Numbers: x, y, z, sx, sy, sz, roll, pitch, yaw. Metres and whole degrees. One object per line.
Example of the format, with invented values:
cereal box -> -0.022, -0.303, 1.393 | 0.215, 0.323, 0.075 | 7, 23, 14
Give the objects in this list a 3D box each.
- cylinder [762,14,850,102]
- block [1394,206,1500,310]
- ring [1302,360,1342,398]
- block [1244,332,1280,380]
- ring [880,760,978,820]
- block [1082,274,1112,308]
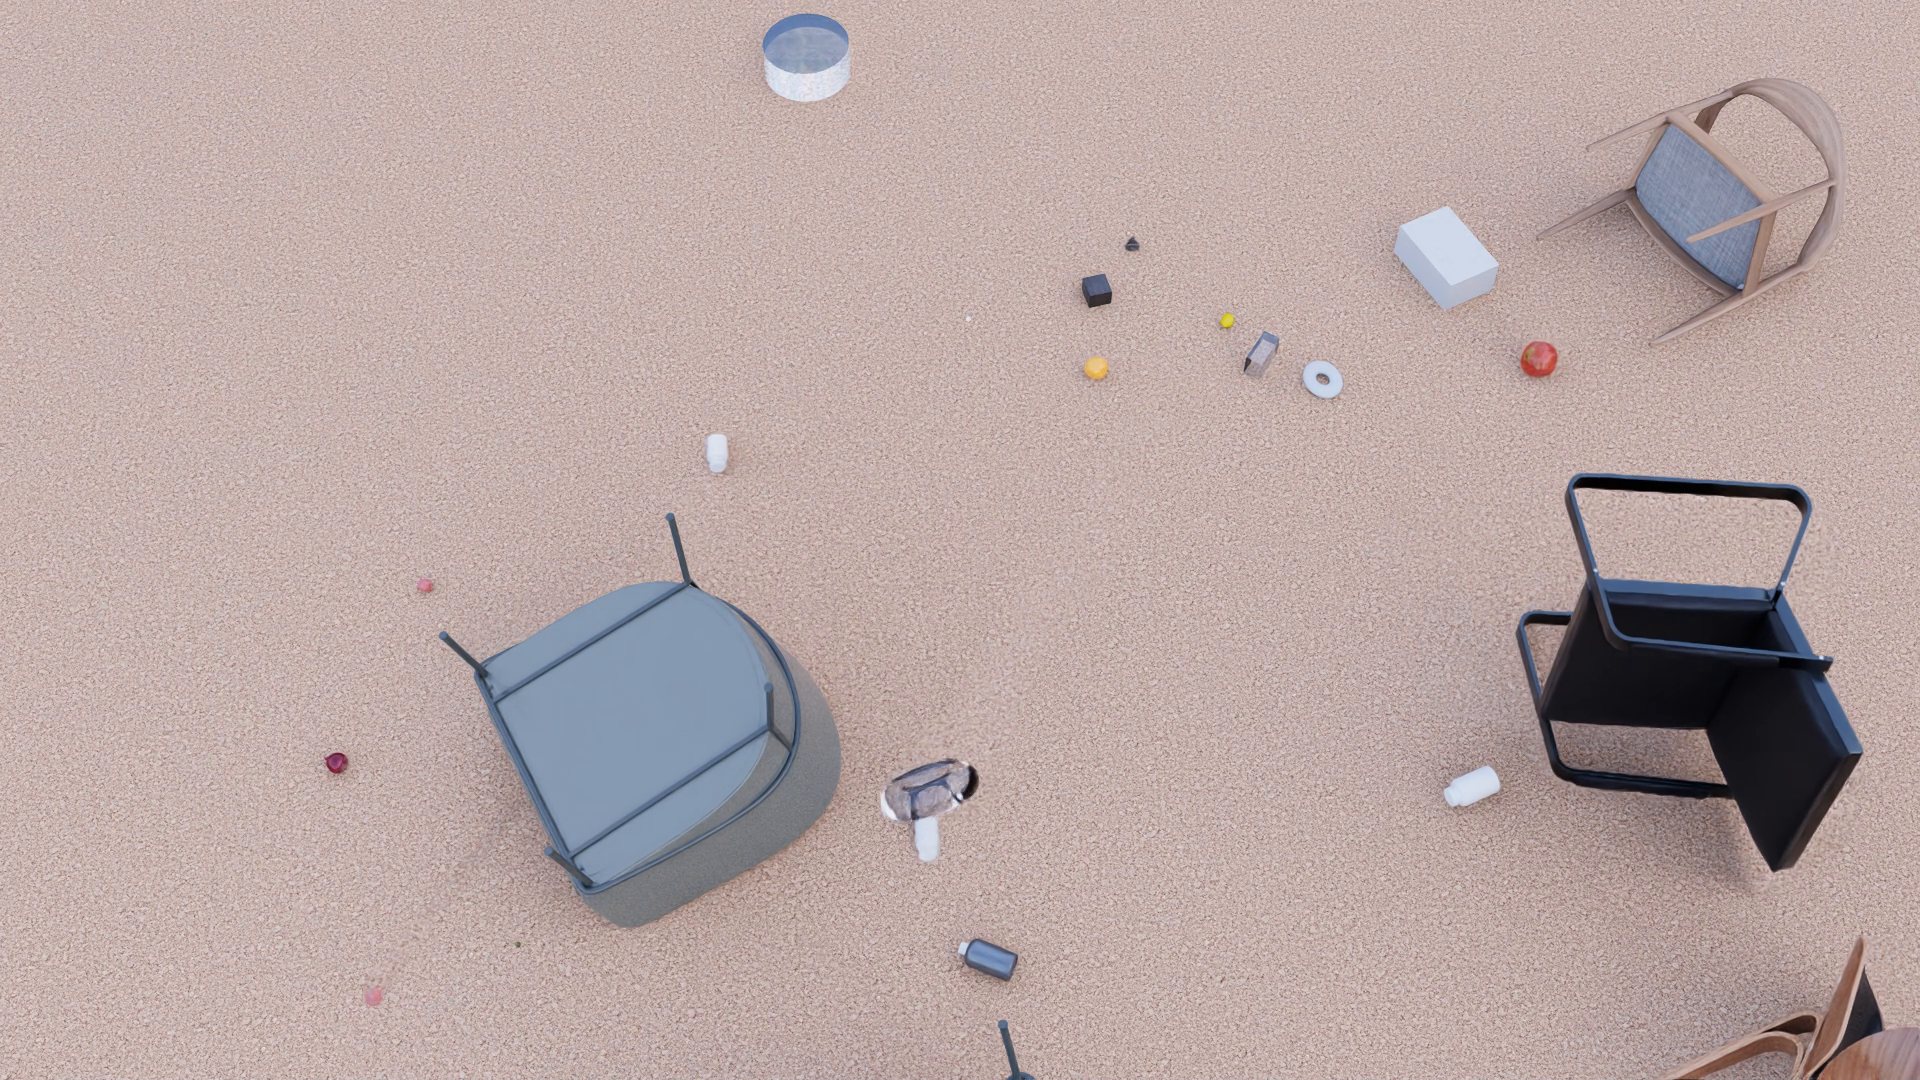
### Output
cylinder -> -0.530, -1.672, 7.618 | 0.300, 0.129, 0.295 | -39, 64, -23
block -> 1.571, -0.912, 7.112 | 0.187, 0.123, 0.286 | -24, 59, -15
ring -> 1.138, -0.504, 6.895 | 0.120, 0.028, 0.149 | -16, 57, -10
block -> 0.949, -0.580, 6.914 | 0.055, 0.081, 0.125 | 27, 60, 17
ring -> -0.084, 0.685, 6.015 | 0.281, 0.097, 0.186 | -18, 17, 1
block -> 0.441, -0.802, 7.077 | 0.075, 0.058, 0.079 | -13, 57, -9
